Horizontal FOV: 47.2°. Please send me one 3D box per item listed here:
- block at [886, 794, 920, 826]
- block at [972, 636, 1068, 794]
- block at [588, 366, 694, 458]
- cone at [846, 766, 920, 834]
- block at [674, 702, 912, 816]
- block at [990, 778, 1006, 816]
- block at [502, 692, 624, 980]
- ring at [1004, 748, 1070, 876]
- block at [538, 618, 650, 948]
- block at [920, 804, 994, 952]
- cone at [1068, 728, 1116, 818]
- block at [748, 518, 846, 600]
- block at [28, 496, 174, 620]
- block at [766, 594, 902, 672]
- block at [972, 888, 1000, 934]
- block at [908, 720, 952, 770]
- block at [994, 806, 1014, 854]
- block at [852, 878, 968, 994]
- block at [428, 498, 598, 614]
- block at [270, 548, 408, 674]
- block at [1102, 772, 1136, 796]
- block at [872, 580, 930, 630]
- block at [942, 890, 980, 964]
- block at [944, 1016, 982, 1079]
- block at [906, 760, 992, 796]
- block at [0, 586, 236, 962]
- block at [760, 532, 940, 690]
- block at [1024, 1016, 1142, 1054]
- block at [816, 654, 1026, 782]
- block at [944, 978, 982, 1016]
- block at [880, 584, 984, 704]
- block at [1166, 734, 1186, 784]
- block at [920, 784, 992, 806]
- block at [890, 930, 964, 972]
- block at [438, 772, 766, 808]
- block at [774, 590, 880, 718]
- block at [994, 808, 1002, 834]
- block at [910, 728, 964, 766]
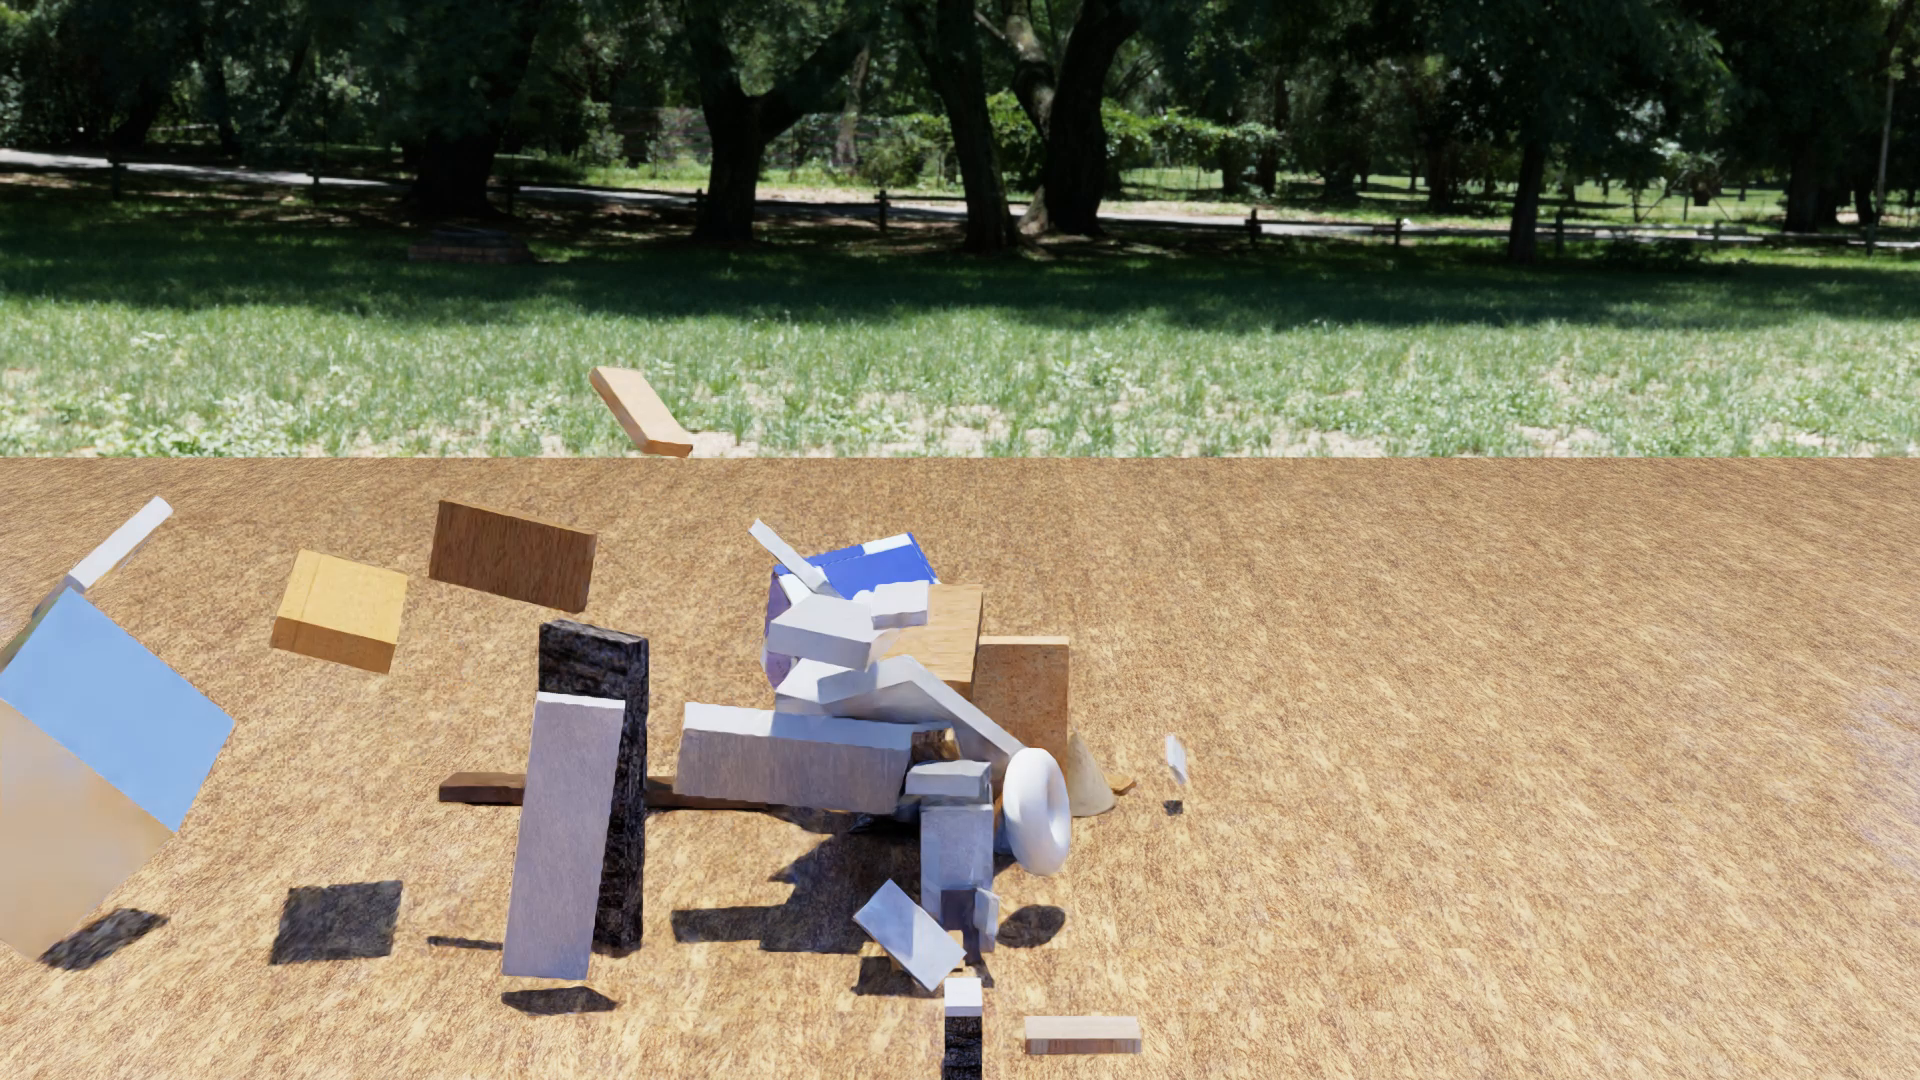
[{"bbox_3d":[-0.059,0.458,3.768,0.076,0.022,0.152,-35,-27,18],"label":"block"},{"bbox_3d":[0.107,0.349,3.987,0.177,0.354,0.050,1,16,3],"label":"block"},{"bbox_3d":[-0.591,-0.238,4.073,0.108,0.031,0.217,5,38,-49],"label":"block"},{"bbox_3d":[-0.120,0.488,3.979,0.193,0.193,0.193,-27,11,2],"label":"cone"},{"bbox_3d":[-0.269,0.351,3.508,0.357,0.179,0.051,7,48,-9],"label":"block"},{"bbox_3d":[0.052,0.436,3.889,0.083,0.024,0.167,9,41,34],"label":"block"},{"bbox_3d":[-0.576,0.433,3.185,0.124,0.428,0.035,7,15,-12],"label":"block"},{"bbox_3d":[0.123,0.432,3.497,0.068,0.205,0.205,-8,8,17],"label":"ring"},{"bbox_3d":[-0.576,0.378,3.432,0.179,0.487,0.051,10,13,30],"label":"block"},{"bbox_3d":[-0.005,0.524,3.404,0.112,0.224,0.032,-1,6,-5],"label":"block"},{"bbox_3d":[0.217,0.420,4.115,0.149,0.149,0.149,-2,20,1],"label":"cone"},{"bbox_3d":[-0.297,0.051,4.069,0.217,0.031,0.108,40,-6,37],"label":"block"},{"bbox_3d":[-1.322,0.034,3.393,0.124,0.035,0.247,-38,14,29],"label":"block"},{"bbox_3d":[-0.194,0.144,3.500,0.158,0.045,0.317,12,8,6],"label":"block"},{"bbox_3d":[0.039,0.559,3.309,0.016,0.055,0.111,8,-4,-9],"label":"block"},{"bbox_3d":[-0.049,0.350,3.613,0.076,0.152,0.022,-6,53,-3],"label":"block"},{"bbox_3d":[0.070,0.477,3.915,0.083,0.024,0.166,3,54,16],"label":"block"},{"bbox_3d":[-0.075,0.585,3.251,0.079,0.158,0.022,-45,-4,-21],"label":"block"},{"bbox_3d":[-0.683,0.024,3.356,0.247,0.124,0.035,13,9,11],"label":"block"},{"bbox_3d":[-0.978,0.109,3.482,0.179,0.051,0.357,15,13,-15],"label":"block"},{"bbox_3d":[0.289,0.470,4.250,0.093,0.013,0.046,8,26,38],"label":"block"},{"bbox_3d":[-0.087,0.095,3.247,0.079,0.022,0.158,-5,15,2],"label":"block"},{"bbox_3d":[0.001,0.592,3.368,0.055,0.111,0.016,-1,-15,-5],"label":"block"},{"bbox_3d":[0.004,0.676,2.933,0.050,0.100,0.014,0,11,0],"label":"block"},{"bbox_3d":[-0.016,0.371,3.440,0.112,0.032,0.224,2,0,5],"label":"block"},{"bbox_3d":[-1.008,0.257,2.439,0.241,0.241,0.241,-40,20,15],"label":"block"},{"bbox_3d":[-0.192,0.223,4.383,0.298,0.298,0.298,-14,53,-23],"label":"block"},{"bbox_3d":[0.171,0.690,3.066,0.158,0.022,0.079,0,11,0],"label":"block"},{"bbox_3d":[-0.052,0.312,3.648,0.158,0.045,0.531,-16,-27,17],"label":"block"},{"bbox_3d":[0.004,0.614,2.955,0.050,0.014,0.100,0,11,0],"label":"block"},{"bbox_3d":[-0.049,0.174,3.777,0.158,0.045,0.317,1,29,4],"label":"block"},{"bbox_3d":[0.407,0.412,4.128,0.013,0.046,0.093,-27,26,18],"label":"block"},{"bbox_3d":[-0.006,0.501,3.532,0.112,0.224,0.032,2,9,9],"label":"block"},{"bbox_3d":[-0.051,0.624,3.333,0.111,0.055,0.016,-2,-18,-9],"label":"block"},{"bbox_3d":[-0.671,0.476,4.184,0.621,0.031,0.108,1,8,4],"label":"block"},{"bbox_3d":[-0.164,0.212,3.817,0.177,0.050,0.354,13,33,18],"label":"block"},{"bbox_3d":[0.015,0.517,3.825,0.083,0.024,0.166,-3,29,16],"label":"block"},{"bbox_3d":[-0.030,0.375,3.607,0.076,0.207,0.022,-6,53,8],"label":"block"}]
